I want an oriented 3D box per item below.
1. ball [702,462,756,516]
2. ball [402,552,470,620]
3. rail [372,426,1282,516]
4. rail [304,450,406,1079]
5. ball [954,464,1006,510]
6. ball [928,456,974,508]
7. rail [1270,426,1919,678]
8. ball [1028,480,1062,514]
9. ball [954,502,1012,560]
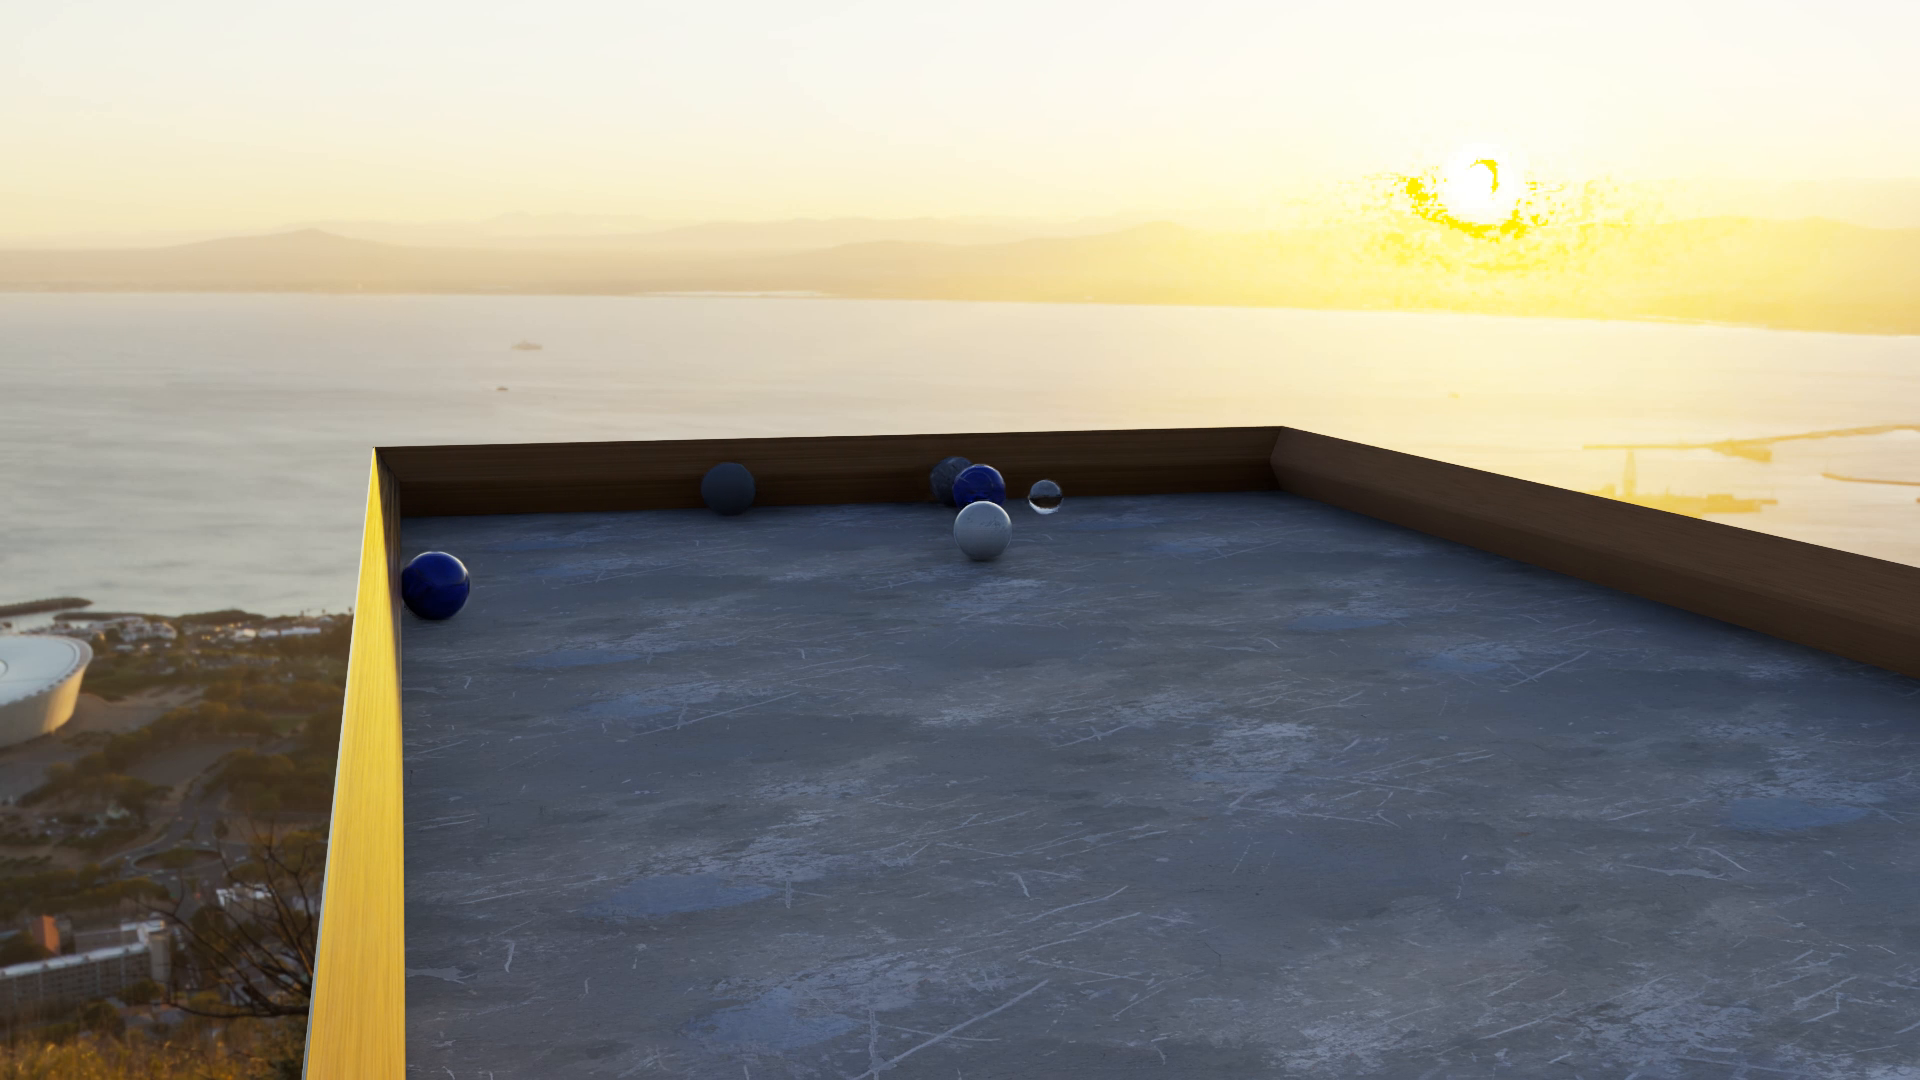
[{"bbox_3d":[-0.424,-0.094,4.036,0.099,0.099,0.099,0,8,0],"label":"ball"},{"bbox_3d":[-0.707,0.061,2.962,0.093,0.093,0.093,0,8,0],"label":"ball"},{"bbox_3d":[-0.202,-0.132,4.192,1.770,0.128,0.045,-2,8,-14],"label":"rail"},{"bbox_3d":[-0.627,0.125,2.380,0.045,0.128,3.388,-2,8,-14],"label":"rail"},{"bbox_3d":[0.036,-0.088,3.994,0.098,0.098,0.098,0,8,0],"label":"ball"},{"bbox_3d":[-0.011,-0.110,4.155,0.096,0.096,0.096,0,8,0],"label":"ball"},{"bbox_3d":[1.043,0.066,2.798,0.045,0.128,3.388,-2,8,-14],"label":"rail"},{"bbox_3d":[0.158,-0.079,4.057,0.062,0.062,0.062,0,8,0],"label":"ball"},{"bbox_3d":[0.036,-0.015,3.494,0.094,0.094,0.094,0,8,0],"label":"ball"}]
